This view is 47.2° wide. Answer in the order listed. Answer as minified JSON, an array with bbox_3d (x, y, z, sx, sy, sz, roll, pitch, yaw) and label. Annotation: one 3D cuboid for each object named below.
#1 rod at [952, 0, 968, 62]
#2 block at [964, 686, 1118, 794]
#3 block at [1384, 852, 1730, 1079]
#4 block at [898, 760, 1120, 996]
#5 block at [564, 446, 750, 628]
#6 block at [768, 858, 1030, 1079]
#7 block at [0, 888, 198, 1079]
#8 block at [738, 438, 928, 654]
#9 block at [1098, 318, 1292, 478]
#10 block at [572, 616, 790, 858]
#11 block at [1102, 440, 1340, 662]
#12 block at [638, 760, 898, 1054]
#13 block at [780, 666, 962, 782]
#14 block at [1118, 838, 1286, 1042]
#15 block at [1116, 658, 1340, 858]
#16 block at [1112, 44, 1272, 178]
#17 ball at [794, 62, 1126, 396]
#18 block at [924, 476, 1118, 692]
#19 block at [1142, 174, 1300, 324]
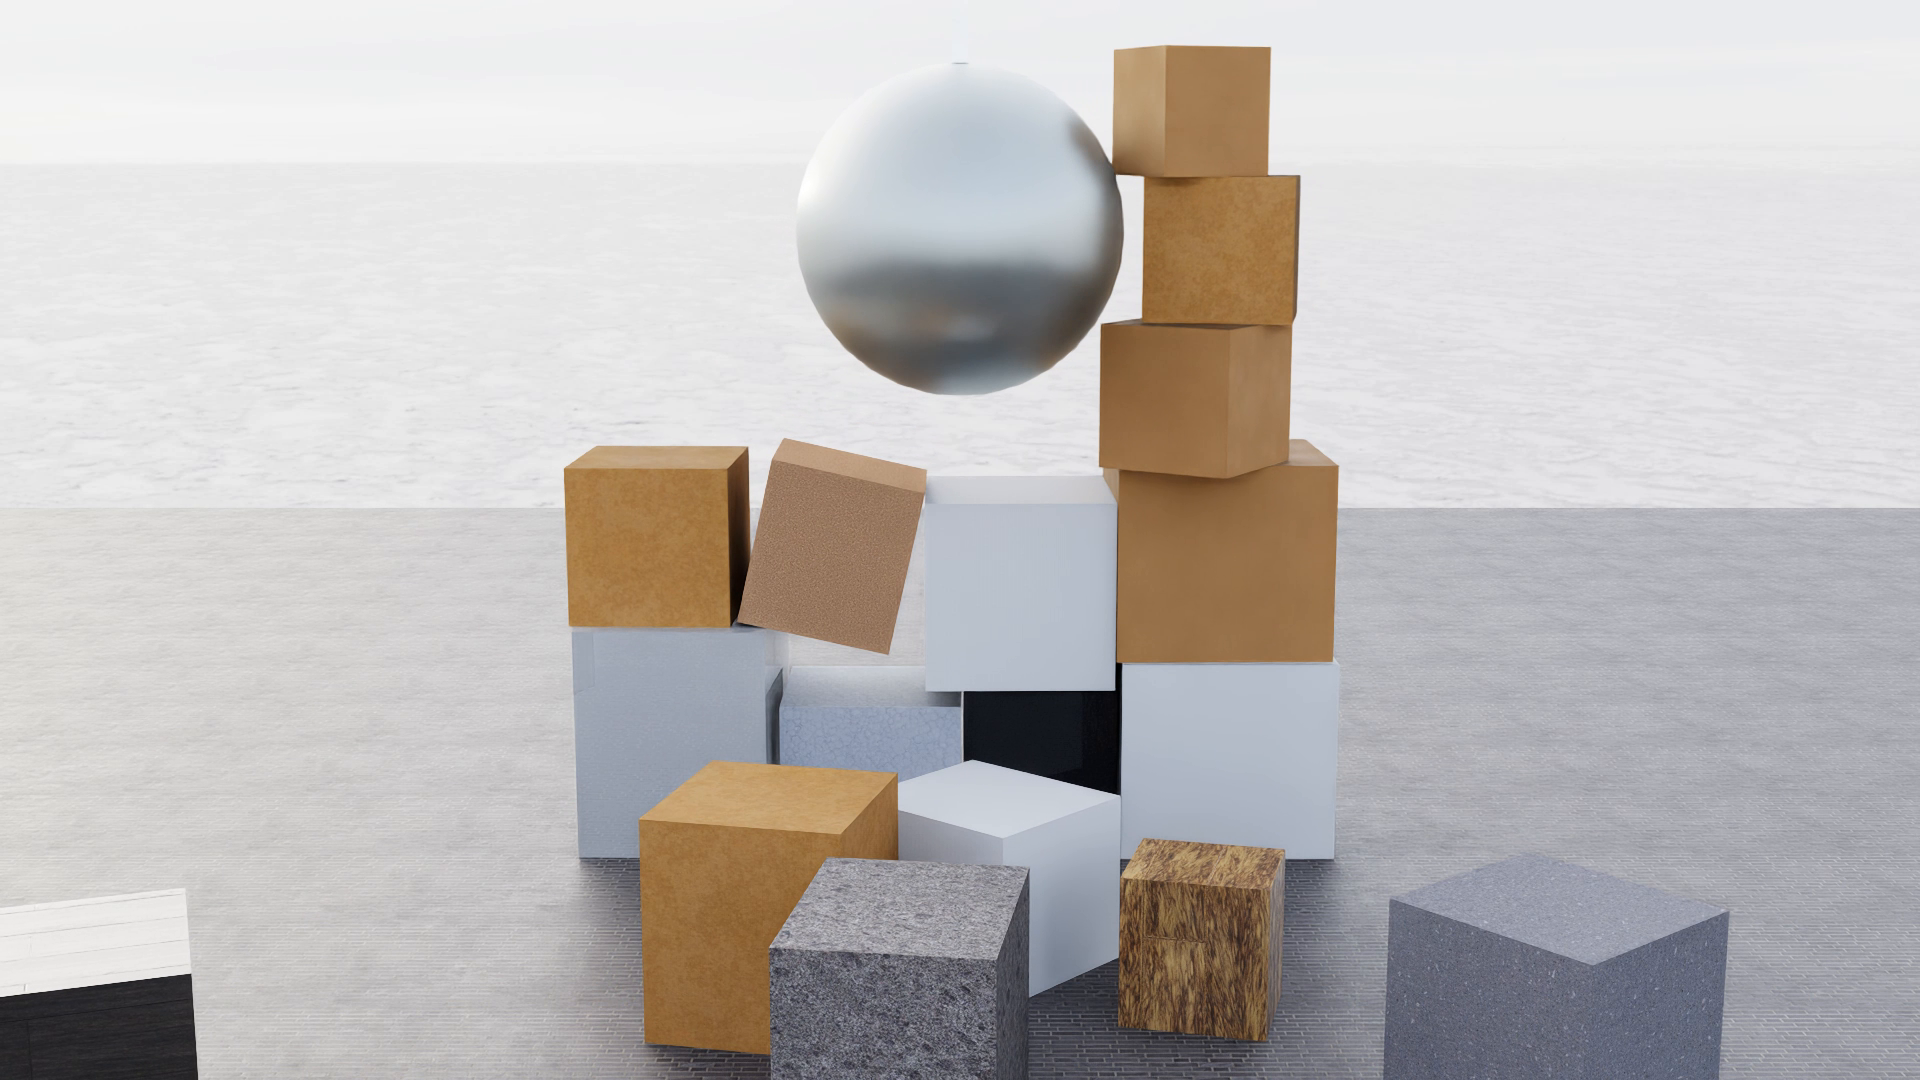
[{"bbox_3d":[0.000,-4.865,10.192,0.080,5.200,0.080,0,8,0],"label":"rod"},{"bbox_3d":[0.399,1.071,11.363,0.765,0.827,0.838,0,10,0],"label":"block"},{"bbox_3d":[2.203,1.701,8.163,0.851,0.732,0.880,-8,13,-39],"label":"block"},{"bbox_3d":[0.116,1.460,9.498,0.847,0.730,0.779,9,14,41],"label":"block"},{"bbox_3d":[-1.512,-0.032,11.135,0.798,0.787,0.812,0,10,2],"label":"block"},{"bbox_3d":[-0.186,1.704,7.695,0.753,0.894,0.937,2,10,8],"label":"block"},{"bbox_3d":[-3.182,1.776,7.701,0.949,0.751,0.915,-4,11,-20],"label":"block"},{"bbox_3d":[-0.631,0.018,11.084,0.760,0.825,0.749,13,10,-2],"label":"block"},{"bbox_3d":[1.141,-0.709,10.619,0.674,0.689,0.715,6,12,31],"label":"block"},{"bbox_3d":[-1.406,0.915,11.333,0.941,1.146,1.100,0,10,2],"label":"block"},{"bbox_3d":[1.291,0.035,11.165,1.062,0.971,0.970,0,10,-1],"label":"block"},{"bbox_3d":[-0.751,1.474,8.899,0.813,0.916,0.842,2,11,13],"label":"block"},{"bbox_3d":[-0.445,1.112,11.402,0.902,0.732,0.862,0,10,0],"label":"block"},{"bbox_3d":[0.989,1.614,8.946,0.593,0.624,0.522,3,11,15],"label":"block"},{"bbox_3d":[1.322,0.994,11.351,1.057,0.983,1.122,0,10,0],"label":"block"},{"bbox_3d":[1.103,-2.048,10.532,0.549,0.601,0.564,-4,11,-21],"label":"block"},{"bbox_3d":[0.000,-1.499,10.667,1.600,1.600,1.600,0,10,0],"label":"ball"},{"bbox_3d":[0.290,0.203,11.212,0.936,0.935,0.908,0,10,-1],"label":"block"},{"bbox_3d":[1.283,-1.428,10.724,0.713,0.688,0.715,2,10,10],"label":"block"}]
